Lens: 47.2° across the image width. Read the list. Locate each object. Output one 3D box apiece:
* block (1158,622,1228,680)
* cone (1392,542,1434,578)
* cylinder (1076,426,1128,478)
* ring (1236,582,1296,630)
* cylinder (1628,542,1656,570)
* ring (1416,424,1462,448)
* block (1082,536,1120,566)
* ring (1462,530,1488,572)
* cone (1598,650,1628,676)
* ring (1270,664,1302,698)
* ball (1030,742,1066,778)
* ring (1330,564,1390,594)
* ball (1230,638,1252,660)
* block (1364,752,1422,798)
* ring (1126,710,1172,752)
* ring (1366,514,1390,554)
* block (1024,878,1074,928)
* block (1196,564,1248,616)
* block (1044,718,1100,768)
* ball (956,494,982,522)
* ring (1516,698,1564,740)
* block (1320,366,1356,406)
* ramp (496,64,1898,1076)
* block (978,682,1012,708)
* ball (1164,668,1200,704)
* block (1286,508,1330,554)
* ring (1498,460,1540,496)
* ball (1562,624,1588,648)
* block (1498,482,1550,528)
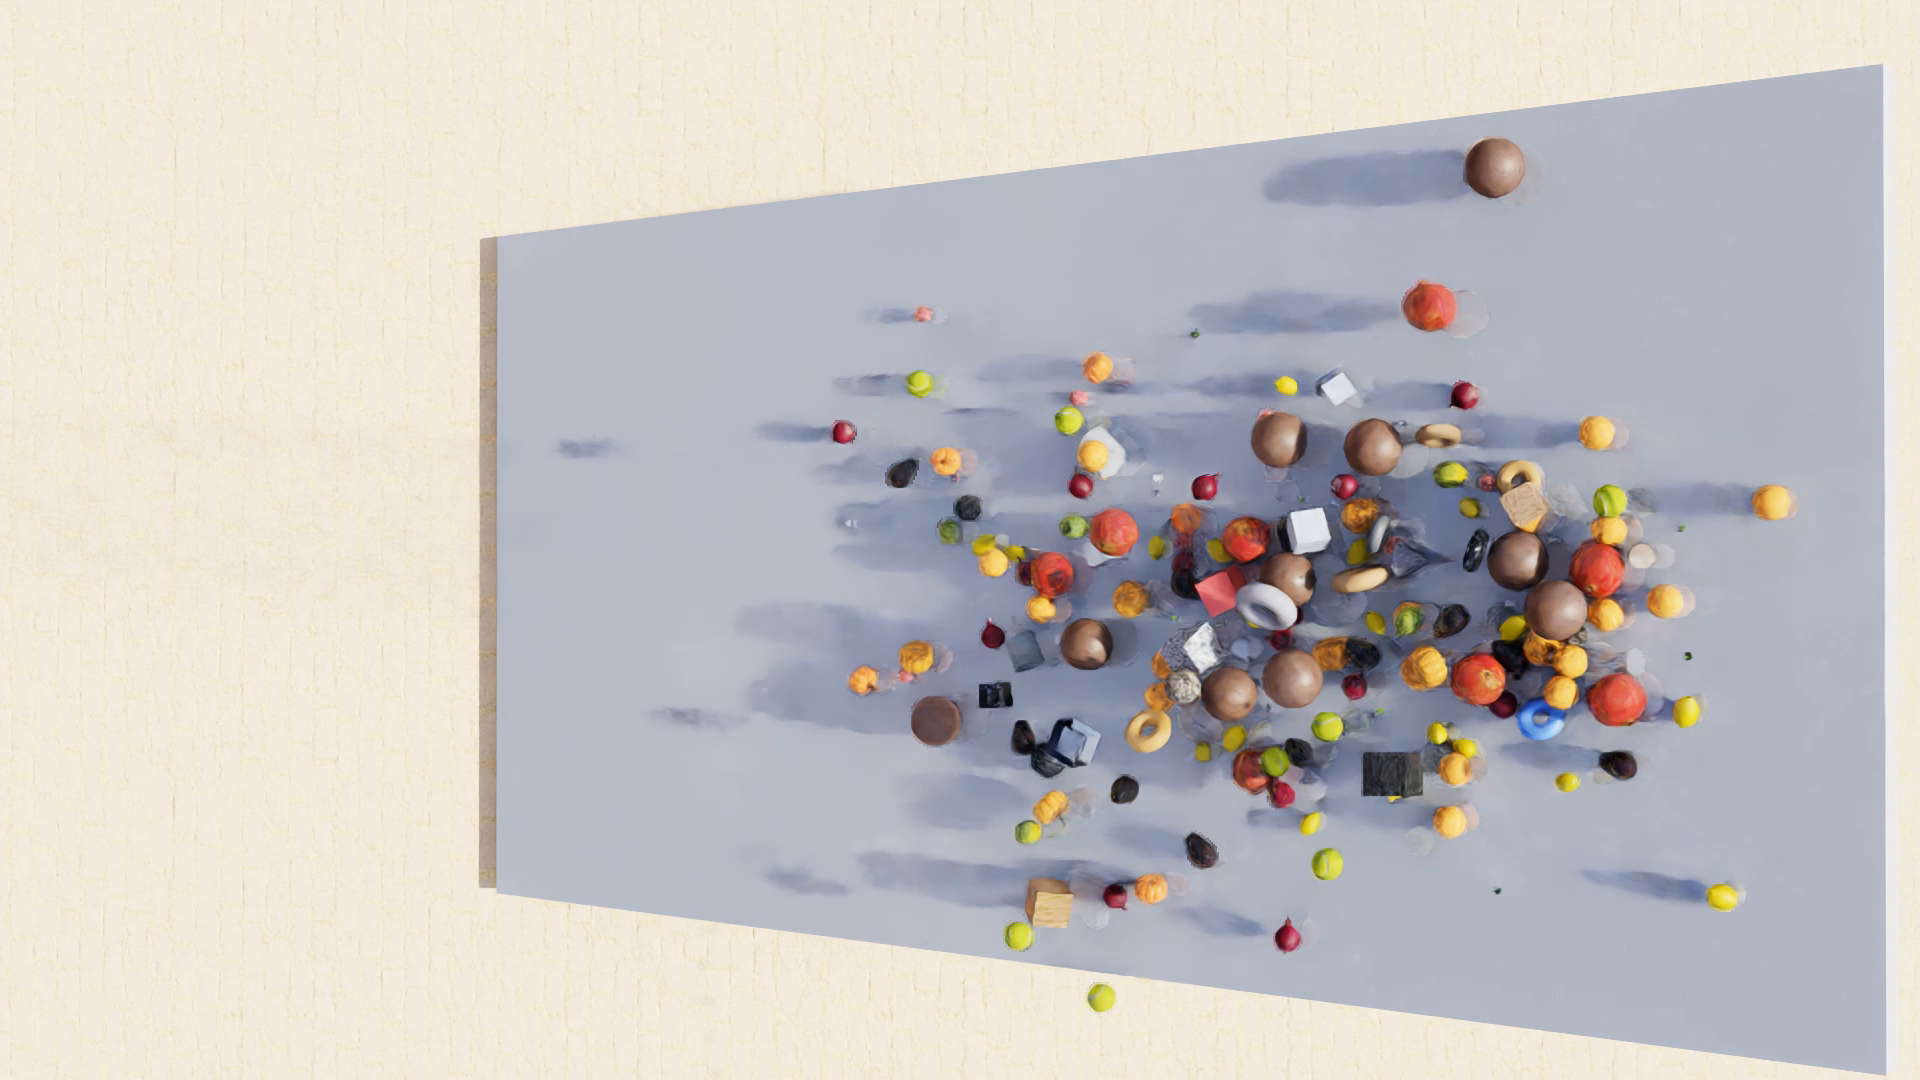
[{"bbox_3d":[0.549,0.263,5.173,0.096,0.096,0.096,-41,103,-30],"label":"block"},{"bbox_3d":[1.014,0.046,4.877,0.083,0.083,0.083,2,89,39],"label":"cone"},{"bbox_3d":[0.347,-0.214,5.366,0.089,0.089,0.089,-43,63,0],"label":"cylinder"},{"bbox_3d":[0.689,0.151,4.953,0.146,0.146,0.049,30,63,0],"label":"ring"},{"bbox_3d":[1.419,0.033,4.581,0.052,0.052,0.052,1,94,14],"label":"cylinder"},{"bbox_3d":[1.050,-0.229,4.828,0.098,0.098,0.033,3,74,0],"label":"ring"},{"bbox_3d":[0.345,0.029,5.386,0.057,0.057,0.057,-25,76,33],"label":"block"},{"bbox_3d":[1.110,0.024,4.736,0.033,0.098,0.098,21,90,18],"label":"ring"},{"bbox_3d":[1.370,0.261,4.624,0.057,0.057,0.057,-5,90,14],"label":"cone"},{"bbox_3d":[0.756,0.327,5.105,0.078,0.026,0.078,-1,89,35],"label":"ring"},{"bbox_3d":[0.219,0.545,5.453,0.090,0.090,0.090,0,90,0],"label":"ball"},{"bbox_3d":[0.897,0.088,4.929,0.134,0.134,0.045,-13,93,0],"label":"ring"},{"bbox_3d":[0.659,0.254,5.159,0.053,0.053,0.053,0,90,0],"label":"ball"},{"bbox_3d":[0.943,0.510,4.789,0.097,0.097,0.097,-3,83,33],"label":"block"},{"bbox_3d":[0.445,0.451,5.195,0.117,0.117,0.039,-36,131,0],"label":"ring"},{"bbox_3d":[0.932,-0.012,4.898,0.031,0.094,0.094,20,90,21],"label":"ring"},{"bbox_3d":[0.217,0.893,5.412,0.090,0.090,0.090,6,104,-13],"label":"block"},{"bbox_3d":[0.618,0.117,5.141,0.085,0.085,0.085,-28,89,28],"label":"block"},{"bbox_3d":[0.268,0.482,5.215,0.082,0.082,0.082,28,106,31],"label":"block"},{"bbox_3d":[0.022,-0.082,5.614,0.068,0.068,0.068,0,90,0],"label":"ball"},{"bbox_3d":[1.244,0.383,4.713,0.102,0.034,0.102,-15,51,19],"label":"ring"},{"bbox_3d":[0.858,-0.351,4.993,0.058,0.058,0.058,-35,105,16],"label":"block"},{"bbox_3d":[0.238,0.066,5.560,4.000,0.100,2.000,0,89,36],"label":"ramp"},{"bbox_3d":[0.090,0.393,5.566,0.060,0.060,0.060,-6,86,36],"label":"block"},{"bbox_3d":[0.515,0.339,5.097,0.084,0.084,0.084,0,90,0],"label":"ball"},{"bbox_3d":[0.787,-0.020,4.972,0.075,0.075,0.075,-9,70,-3],"label":"block"},{"bbox_3d":[1.211,-0.128,4.767,0.094,0.031,0.094,0,90,25],"label":"ring"},{"bbox_3d":[1.310,0.206,4.687,0.052,0.052,0.052,0,90,0],"label":"ball"},{"bbox_3d":[1.199,-0.075,4.670,0.069,0.069,0.069,-34,73,22],"label":"block"}]
